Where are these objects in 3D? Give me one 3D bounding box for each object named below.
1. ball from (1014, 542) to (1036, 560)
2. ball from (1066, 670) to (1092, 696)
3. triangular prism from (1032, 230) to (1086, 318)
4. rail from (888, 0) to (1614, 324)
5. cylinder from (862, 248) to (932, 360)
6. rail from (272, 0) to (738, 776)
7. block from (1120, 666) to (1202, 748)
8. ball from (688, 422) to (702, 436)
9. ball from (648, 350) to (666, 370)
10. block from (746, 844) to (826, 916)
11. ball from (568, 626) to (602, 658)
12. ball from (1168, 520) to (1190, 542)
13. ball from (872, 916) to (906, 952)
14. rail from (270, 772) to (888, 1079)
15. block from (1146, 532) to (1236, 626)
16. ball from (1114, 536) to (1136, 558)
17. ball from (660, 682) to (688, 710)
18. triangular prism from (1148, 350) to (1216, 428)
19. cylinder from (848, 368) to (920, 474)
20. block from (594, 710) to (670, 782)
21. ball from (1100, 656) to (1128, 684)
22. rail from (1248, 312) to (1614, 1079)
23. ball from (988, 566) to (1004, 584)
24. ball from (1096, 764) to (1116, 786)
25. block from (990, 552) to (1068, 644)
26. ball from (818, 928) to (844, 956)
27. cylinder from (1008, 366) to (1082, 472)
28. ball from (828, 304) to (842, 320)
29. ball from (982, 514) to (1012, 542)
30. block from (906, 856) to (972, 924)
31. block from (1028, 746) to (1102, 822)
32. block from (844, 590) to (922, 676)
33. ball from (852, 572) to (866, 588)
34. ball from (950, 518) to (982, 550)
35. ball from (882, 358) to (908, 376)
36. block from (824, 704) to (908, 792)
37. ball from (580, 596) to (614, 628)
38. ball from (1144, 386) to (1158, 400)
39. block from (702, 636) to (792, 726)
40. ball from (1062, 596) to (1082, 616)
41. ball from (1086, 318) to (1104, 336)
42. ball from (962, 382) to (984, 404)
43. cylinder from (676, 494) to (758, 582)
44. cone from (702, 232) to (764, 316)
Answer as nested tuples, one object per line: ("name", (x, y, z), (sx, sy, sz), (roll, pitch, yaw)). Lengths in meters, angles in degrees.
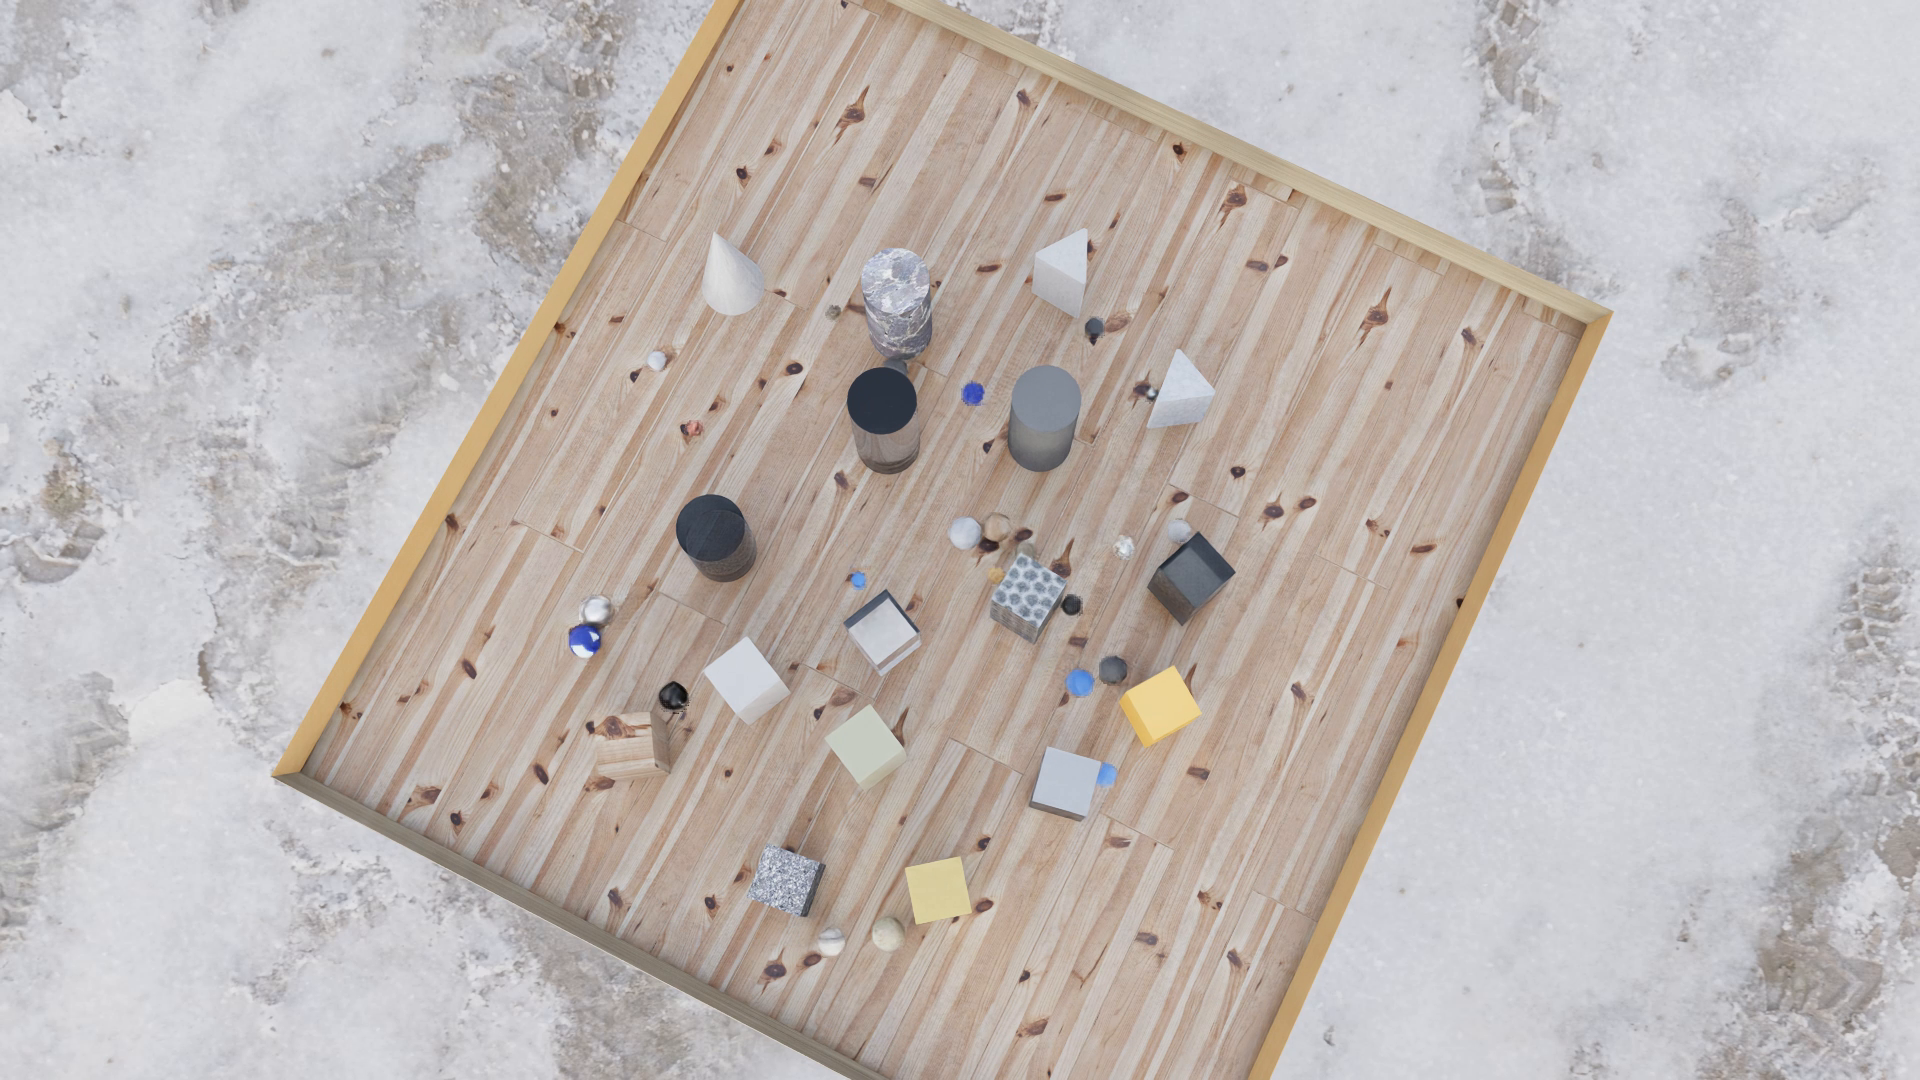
("ball", (0.198, 0.038, 5.575), (0.067, 0.067, 0.067), (0, 78, 0))
("ball", (0.356, 0.426, 5.488), (0.079, 0.079, 0.079), (0, 78, 0))
("triangular prism", (0.337, -0.837, 5.625), (0.173, 0.322, 0.150), (31, 80, 6))
("rail", (0.676, -1.318, 5.822), (2.961, 0.130, 0.045), (26, 80, 5))
("cylinder", (-0.187, -0.705, 5.529), (0.199, 0.458, 0.199), (0, 78, 0))
("rail", (-1.303, -0.631, 5.680), (0.045, 0.130, 3.072), (26, 80, 5))
("block", (0.586, 0.493, 5.386), (0.160, 0.251, 0.160), (-28, 80, -6))
("ball", (-0.820, -0.343, 5.664), (0.047, 0.047, 0.047), (0, 78, 0))
("ball", (-0.944, -0.560, 5.703), (0.059, 0.059, 0.059), (0, 78, 0))
("block", (-0.498, 0.982, 5.283), (0.160, 0.255, 0.160), (20, 79, 4))
("ball", (-1.126, 0.306, 5.504), (0.097, 0.097, 0.097), (0, 78, 0))
("ball", (0.669, -0.025, 5.587), (0.069, 0.069, 0.069), (0, 78, 0))
("ball", (-0.207, 1.146, 5.330), (0.098, 0.098, 0.098), (0, 78, 0))
("rail", (-0.676, 1.331, 5.274), (2.961, 0.130, 0.045), (26, 80, 5))
("block", (0.682, 0.118, 5.426), (0.160, 0.325, 0.160), (-41, 81, -8))
("ball", (0.500, 0.019, 5.579), (0.067, 0.067, 0.067), (0, 78, 0))
("ball", (-0.856, 0.468, 5.476), (0.086, 0.086, 0.086), (0, 78, 0))
("triangular prism", (0.657, -0.463, 5.560), (0.173, 0.300, 0.150), (-8, 78, -2))
("cylinder", (-0.222, -0.348, 5.445), (0.199, 0.478, 0.199), (0, 78, 0))
("block", (-0.952, 0.603, 5.341), (0.160, 0.294, 0.160), (-7, 78, -2))
("ball", (0.461, 0.389, 5.494), (0.083, 0.083, 0.083), (0, 78, 0))
("rail", (1.303, 0.645, 5.416), (0.045, 0.130, 3.072), (26, 80, 5))
("ball", (0.110, 0.106, 5.569), (0.051, 0.051, 0.051), (0, 78, 0))
("ball", (0.431, 0.699, 5.438), (0.066, 0.066, 0.066), (0, 78, 0))
("block", (0.199, 0.177, 5.411), (0.160, 0.332, 0.160), (31, 80, 6))
("ball", (-0.375, 1.169, 5.334), (0.080, 0.080, 0.080), (0, 78, 0))
("cylinder", (0.247, -0.355, 5.450), (0.199, 0.469, 0.199), (0, 78, 0))
("ball", (-0.394, -0.714, 5.742), (0.044, 0.044, 0.044), (0, 78, 0))
("ball", (0.113, -0.038, 5.579), (0.089, 0.089, 0.089), (0, 78, 0))
("block", (-0.061, 1.009, 5.267), (0.160, 0.275, 0.160), (-11, 79, -2))
("block", (0.302, 0.711, 5.319), (0.160, 0.295, 0.160), (16, 79, 3))
("block", (-0.227, 0.277, 5.425), (0.160, 0.263, 0.160), (-38, 81, -7))
("ball", (-0.308, 0.121, 5.569), (0.045, 0.045, 0.045), (0, 78, 0))
("ball", (0.017, -0.020, 5.570), (0.100, 0.100, 0.100), (0, 78, 0))
("ball", (-0.201, -0.523, 5.683), (0.082, 0.082, 0.082), (0, 78, 0))
("block", (-0.269, 0.606, 5.309), (0.160, 0.357, 0.160), (-37, 81, -7))
("ball", (-1.093, 0.215, 5.522), (0.098, 0.098, 0.098), (0, 78, 0))
("ball", (0.596, -0.454, 5.687), (0.043, 0.043, 0.043), (0, 78, 0))
("block", (-0.621, 0.416, 5.367), (0.160, 0.319, 0.160), (-38, 81, -7))
("ball", (0.338, 0.199, 5.545), (0.060, 0.060, 0.060), (0, 78, 0))
("ball", (0.420, -0.664, 5.724), (0.058, 0.058, 0.058), (0, 78, 0))
("ball", (0.043, -0.455, 5.677), (0.067, 0.067, 0.067), (0, 78, 0))
("cylinder", (-0.720, -0.001, 5.448), (0.199, 0.331, 0.199), (0, 78, 0))
("cone", (-0.716, -0.852, 5.556), (0.199, 0.465, 0.199), (0, 78, 0))
